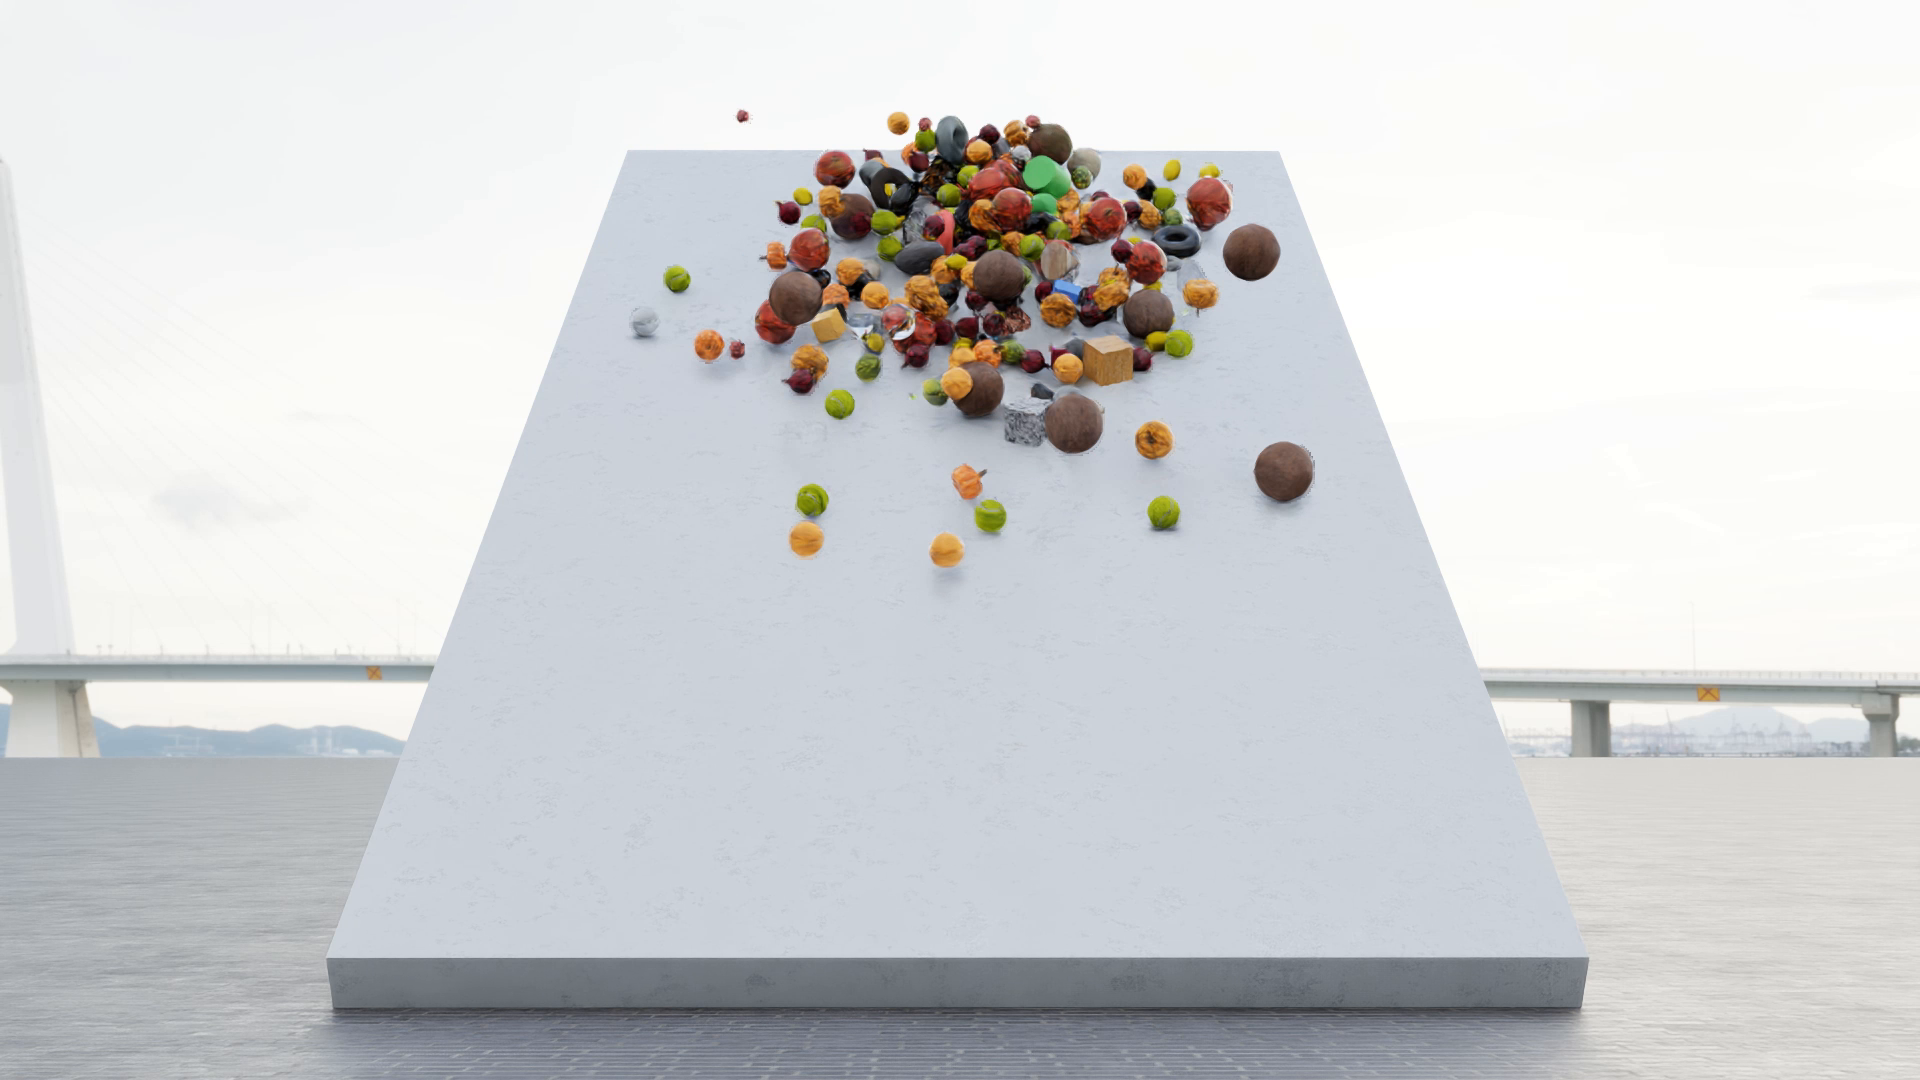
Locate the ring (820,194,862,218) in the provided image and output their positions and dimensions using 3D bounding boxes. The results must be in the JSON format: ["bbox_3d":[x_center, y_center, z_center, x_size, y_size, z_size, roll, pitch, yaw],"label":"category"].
[{"bbox_3d":[-0.340,-0.954,6.802,0.120,0.040,0.120,0,29,0],"label":"ring"}]

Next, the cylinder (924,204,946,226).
[{"bbox_3d":[-0.073,-0.915,6.699,0.052,0.052,0.052,-3,-6,26],"label":"cylinder"}]

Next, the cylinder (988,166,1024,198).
[{"bbox_3d":[0.135,-1.040,6.929,0.077,0.077,0.077,5,18,-43],"label":"cylinder"}]

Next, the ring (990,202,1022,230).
[{"bbox_3d":[0.128,-0.891,6.549,0.098,0.098,0.033,3,-41,-28],"label":"ring"}]

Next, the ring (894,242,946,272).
[{"bbox_3d":[-0.106,-0.754,6.348,0.139,0.046,0.139,-14,-13,-3],"label":"ring"}]

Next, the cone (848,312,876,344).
[{"bbox_3d":[-0.241,-0.516,5.920,0.072,0.072,0.072,-4,37,3],"label":"cone"}]

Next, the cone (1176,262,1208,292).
[{"bbox_3d":[0.630,-0.683,6.291,0.084,0.084,0.084,15,-13,-39],"label":"cone"}]

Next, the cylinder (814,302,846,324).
[{"bbox_3d":[-0.328,-0.566,6.020,0.063,0.063,0.063,-6,-7,23],"label":"cylinder"}]

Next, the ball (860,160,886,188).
[{"bbox_3d":[-0.248,-1.049,6.831,0.082,0.082,0.082,0,-5,0],"label":"ball"}]

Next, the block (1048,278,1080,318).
[{"bbox_3d":[0.268,-0.622,6.125,0.066,0.066,0.066,16,27,-3],"label":"block"}]

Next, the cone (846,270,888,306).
[{"bbox_3d":[-0.228,-0.638,6.195,0.097,0.097,0.097,34,-3,5],"label":"cone"}]

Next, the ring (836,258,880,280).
[{"bbox_3d":[-0.272,-0.718,6.345,0.122,0.041,0.122,-1,22,1],"label":"ring"}]

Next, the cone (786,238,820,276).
[{"bbox_3d":[-0.400,-0.743,6.391,0.096,0.096,0.096,-31,-23,-14],"label":"cone"}]

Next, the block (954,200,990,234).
[{"bbox_3d":[0.029,-0.883,6.497,0.061,0.061,0.061,18,-16,44],"label":"block"}]

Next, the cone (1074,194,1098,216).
[{"bbox_3d":[0.347,-0.956,6.811,0.063,0.063,0.063,4,-2,-39],"label":"cone"}]

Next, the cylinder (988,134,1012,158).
[{"bbox_3d":[0.114,-1.129,6.820,0.050,0.050,0.050,-5,-41,46],"label":"cylinder"}]

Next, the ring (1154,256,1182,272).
[{"bbox_3d":[0.561,-0.746,6.426,0.077,0.026,0.077,3,26,-1],"label":"ring"}]

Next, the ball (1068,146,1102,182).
[{"bbox_3d":[0.359,-1.083,6.861,0.100,0.100,0.100,0,-5,0],"label":"ball"}]

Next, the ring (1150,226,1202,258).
[{"bbox_3d":[0.591,-0.815,6.520,0.143,0.048,0.143,-4,36,3],"label":"ring"}]

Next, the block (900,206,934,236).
[{"bbox_3d":[-0.116,-0.864,6.491,0.064,0.064,0.064,44,-3,-8],"label":"block"}]

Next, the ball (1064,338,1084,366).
[{"bbox_3d":[0.287,-0.460,5.826,0.068,0.068,0.068,0,-5,0],"label":"ball"}]

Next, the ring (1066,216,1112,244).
[{"bbox_3d":[0.359,-0.862,6.621,0.131,0.044,0.131,-4,32,3],"label":"ring"}]

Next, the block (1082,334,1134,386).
[{"bbox_3d":[0.358,-0.435,5.765,0.087,0.087,0.087,-14,31,-25],"label":"block"}]

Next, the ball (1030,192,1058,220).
[{"bbox_3d":[0.229,-0.916,6.545,0.078,0.078,0.078,0,-5,0],"label":"ball"}]

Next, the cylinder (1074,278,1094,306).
[{"bbox_3d":[0.320,-0.645,6.198,0.054,0.054,0.054,2,30,-1],"label":"cylinder"}]

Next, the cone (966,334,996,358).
[{"bbox_3d":[0.042,-0.466,5.877,0.067,0.067,0.067,-27,-14,18],"label":"cone"}]

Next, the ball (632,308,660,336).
[{"bbox_3d":[-0.791,-0.550,5.993,0.072,0.072,0.072,0,-5,0],"label":"ball"}]

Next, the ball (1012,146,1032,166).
[{"bbox_3d":[0.170,-1.066,6.614,0.056,0.056,0.056,0,-5,0],"label":"ball"}]

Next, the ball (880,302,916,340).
[{"bbox_3d":[-0.148,-0.528,5.749,0.088,0.088,0.088,0,-5,0],"label":"ball"}]

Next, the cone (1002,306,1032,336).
[{"bbox_3d":[0.124,-0.530,5.923,0.076,0.076,0.076,-7,36,52],"label":"cone"}]

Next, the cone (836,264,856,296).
[{"bbox_3d":[-0.292,-0.692,6.265,0.074,0.074,0.074,0,28,0],"label":"cone"}]

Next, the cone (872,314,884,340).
[{"bbox_3d":[-0.205,-0.526,6.000,0.059,0.059,0.059,15,-33,10],"label":"cone"}]

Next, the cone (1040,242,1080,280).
[{"bbox_3d":[0.267,-0.690,5.910,0.095,0.095,0.095,0,-4,-42],"label":"cone"}]

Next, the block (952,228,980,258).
[{"bbox_3d":[0.016,-0.809,6.477,0.055,0.055,0.055,-16,-7,-21],"label":"block"}]

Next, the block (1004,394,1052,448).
[{"bbox_3d":[0.156,-0.273,5.458,0.083,0.083,0.083,12,30,22],"label":"block"}]

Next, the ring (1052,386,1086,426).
[{"bbox_3d":[0.253,-0.312,5.531,0.095,0.095,0.032,4,-7,-40],"label":"ring"}]

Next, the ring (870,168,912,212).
[{"bbox_3d":[-0.195,-0.985,6.696,0.125,0.125,0.042,2,-5,-24],"label":"ring"}]

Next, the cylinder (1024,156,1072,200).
[{"bbox_3d":[0.241,-0.999,6.576,0.098,0.098,0.098,-3,-13,31],"label":"cylinder"}]

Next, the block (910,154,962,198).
[{"bbox_3d":[-0.068,-1.034,6.765,0.092,0.092,0.092,32,-3,-22],"label":"block"}]

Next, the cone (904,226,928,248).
[{"bbox_3d":[-0.132,-0.814,6.433,0.088,0.088,0.088,-27,21,11],"label":"cone"}]

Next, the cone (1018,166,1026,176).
[{"bbox_3d":[0.193,-1.063,6.746,0.052,0.052,0.052,-1,22,15],"label":"cone"}]

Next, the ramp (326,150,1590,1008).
[{"bbox_3d":[-0.011,-0.224,5.562,2.000,0.100,4.000,0,28,0],"label":"ramp"}]

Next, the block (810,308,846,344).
[{"bbox_3d":[-0.330,-0.537,5.964,0.058,0.058,0.058,-15,23,26],"label":"block"}]

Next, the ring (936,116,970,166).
[{"bbox_3d":[-0.021,-1.155,6.893,0.050,0.149,0.149,-5,-7,31],"label":"ring"}]
